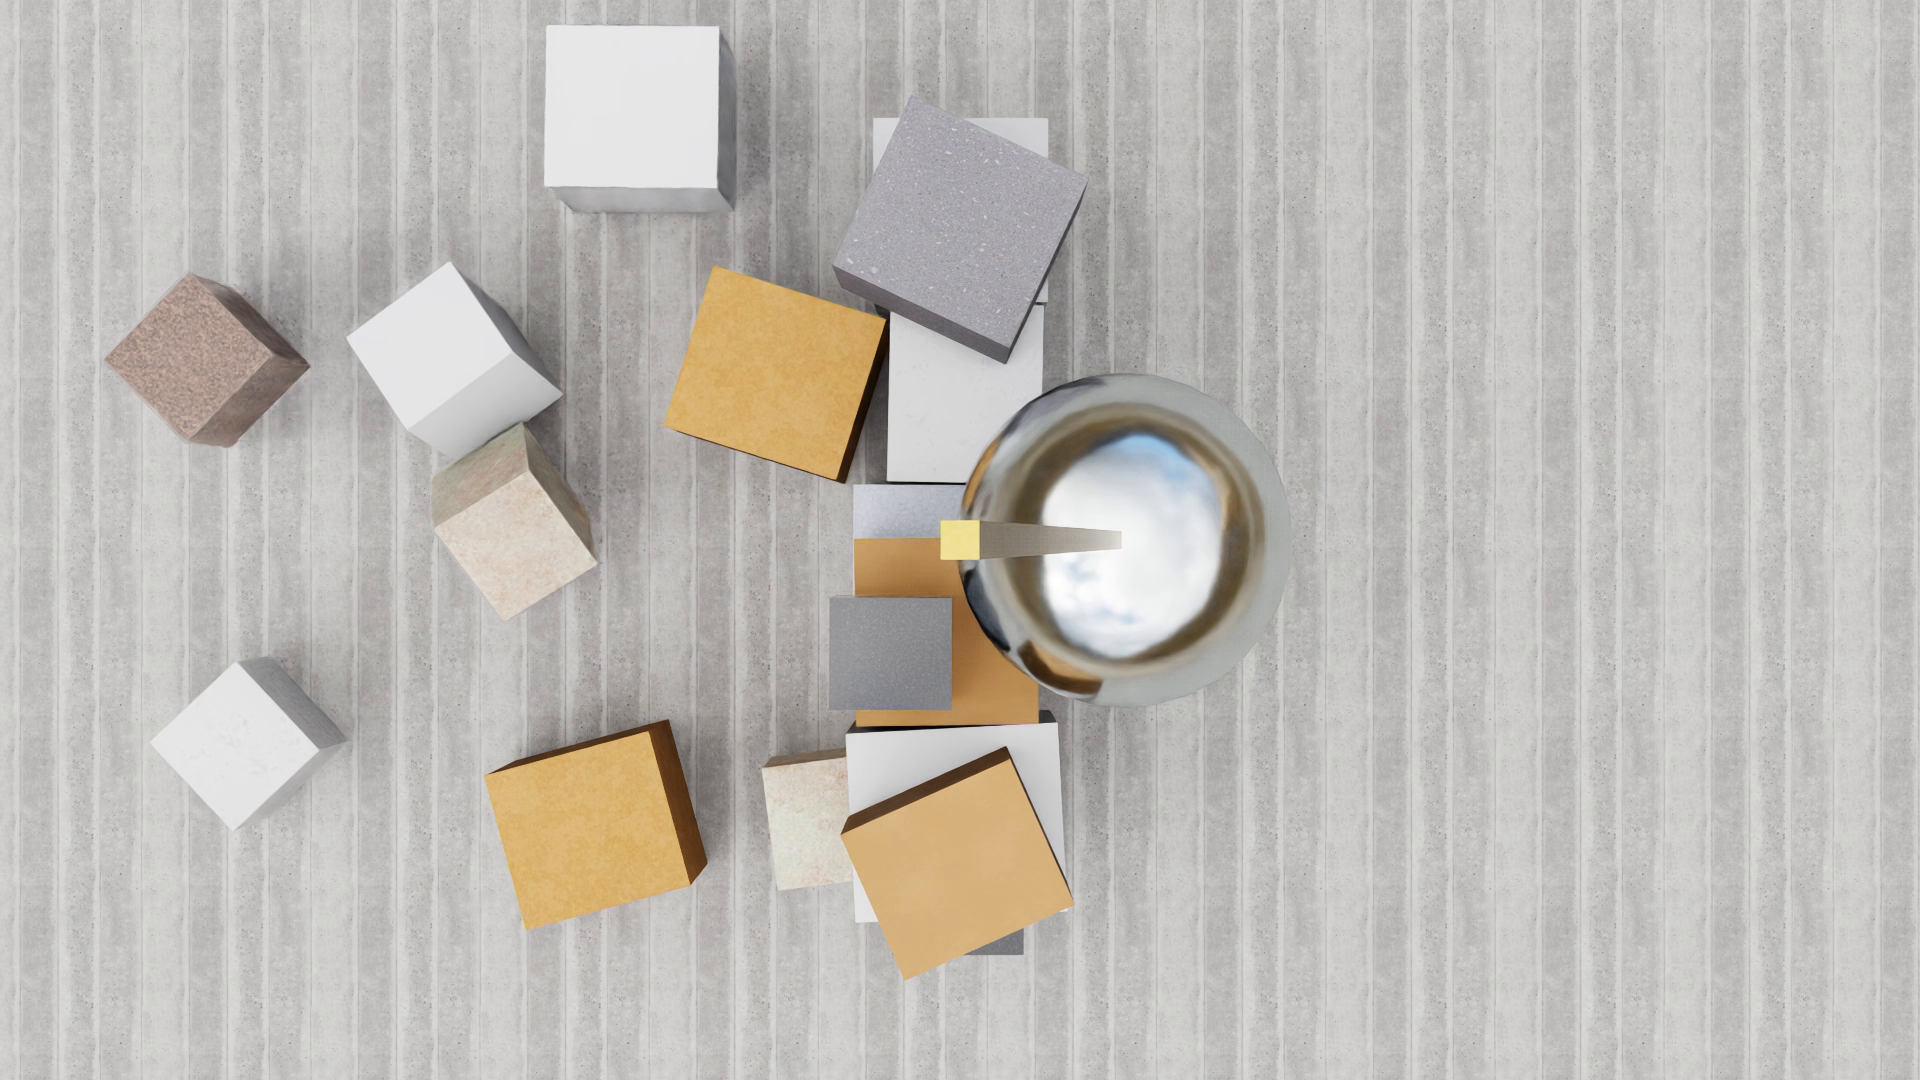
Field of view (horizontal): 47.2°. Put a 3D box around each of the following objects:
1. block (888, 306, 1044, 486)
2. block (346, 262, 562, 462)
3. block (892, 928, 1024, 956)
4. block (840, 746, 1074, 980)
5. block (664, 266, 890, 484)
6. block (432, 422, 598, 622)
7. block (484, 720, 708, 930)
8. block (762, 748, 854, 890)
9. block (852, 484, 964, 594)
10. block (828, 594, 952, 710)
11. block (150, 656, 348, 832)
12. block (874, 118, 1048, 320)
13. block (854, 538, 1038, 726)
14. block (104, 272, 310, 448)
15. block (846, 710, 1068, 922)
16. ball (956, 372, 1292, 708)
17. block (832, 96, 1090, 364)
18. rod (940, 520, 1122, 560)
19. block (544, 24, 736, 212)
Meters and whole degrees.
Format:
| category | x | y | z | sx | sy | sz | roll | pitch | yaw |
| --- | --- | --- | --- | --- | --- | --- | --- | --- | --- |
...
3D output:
| category | x | y | z | sx | sy | sz | roll | pitch | yaw |
| --- | --- | --- | --- | --- | --- | --- | --- | --- | --- |
| block | 0.029 | -0.801 | 12.496 | 0.835 | 1.009 | 0.975 | 1 | 90 | 0 |
| block | -2.858 | -0.985 | 12.505 | 0.719 | 0.844 | 0.670 | -36 | 75 | 0 |
| block | -0.012 | 1.908 | 12.593 | 0.730 | 0.815 | 0.787 | 0 | 90 | 0 |
| block | -0.012 | 1.567 | 10.803 | 0.882 | 0.782 | 0.755 | -24 | 89 | 0 |
| block | -1.015 | -0.916 | 12.525 | 0.990 | 0.950 | 0.923 | 17 | 90 | 0 |
| block | -2.536 | -0.114 | 12.498 | 0.615 | 0.765 | 0.684 | -31 | 117 | 1 |
| block | -2.061 | 1.608 | 12.578 | 0.942 | 0.844 | 0.886 | -15 | 90 | 0 |
| block | -0.762 | 1.585 | 12.670 | 0.616 | 0.660 | 0.692 | -7 | 90 | 0 |
| block | -0.011 | 0.197 | 12.525 | 1.151 | 0.949 | 0.997 | 0 | 90 | 0 |
| block | -0.335 | 0.550 | 10.893 | 0.593 | 0.567 | 0.541 | 0 | 90 | 0 |
| block | -4.088 | 1.163 | 12.695 | 0.669 | 0.610 | 0.688 | -43 | 90 | 0 |
| block | 0.003 | -1.802 | 12.502 | 0.954 | 0.997 | 1.002 | 0 | 90 | 0 |
| block | -0.070 | 0.465 | 11.614 | 0.927 | 0.874 | 0.953 | -1 | 90 | 0 |
| block | -4.309 | -1.020 | 12.642 | 0.657 | 0.709 | 0.684 | 44 | 90 | 1 |
| block | -0.017 | 1.444 | 11.691 | 1.080 | 0.990 | 0.961 | -3 | 89 | 0 |
| ball | 0.777 | 0.000 | 10.478 | 1.600 | 1.600 | 1.600 | 0 | 90 | 0 |
| block | 0.002 | -1.599 | 11.534 | 0.992 | 0.923 | 0.947 | 25 | 89 | 0 |
| rod | 0.337 | 0.000 | 7.107 | 0.080 | 5.200 | 0.080 | 0 | 90 | 7 |
| block | -1.799 | -2.377 | 12.506 | 0.950 | 0.848 | 0.888 | 1 | 89 | 1 |
